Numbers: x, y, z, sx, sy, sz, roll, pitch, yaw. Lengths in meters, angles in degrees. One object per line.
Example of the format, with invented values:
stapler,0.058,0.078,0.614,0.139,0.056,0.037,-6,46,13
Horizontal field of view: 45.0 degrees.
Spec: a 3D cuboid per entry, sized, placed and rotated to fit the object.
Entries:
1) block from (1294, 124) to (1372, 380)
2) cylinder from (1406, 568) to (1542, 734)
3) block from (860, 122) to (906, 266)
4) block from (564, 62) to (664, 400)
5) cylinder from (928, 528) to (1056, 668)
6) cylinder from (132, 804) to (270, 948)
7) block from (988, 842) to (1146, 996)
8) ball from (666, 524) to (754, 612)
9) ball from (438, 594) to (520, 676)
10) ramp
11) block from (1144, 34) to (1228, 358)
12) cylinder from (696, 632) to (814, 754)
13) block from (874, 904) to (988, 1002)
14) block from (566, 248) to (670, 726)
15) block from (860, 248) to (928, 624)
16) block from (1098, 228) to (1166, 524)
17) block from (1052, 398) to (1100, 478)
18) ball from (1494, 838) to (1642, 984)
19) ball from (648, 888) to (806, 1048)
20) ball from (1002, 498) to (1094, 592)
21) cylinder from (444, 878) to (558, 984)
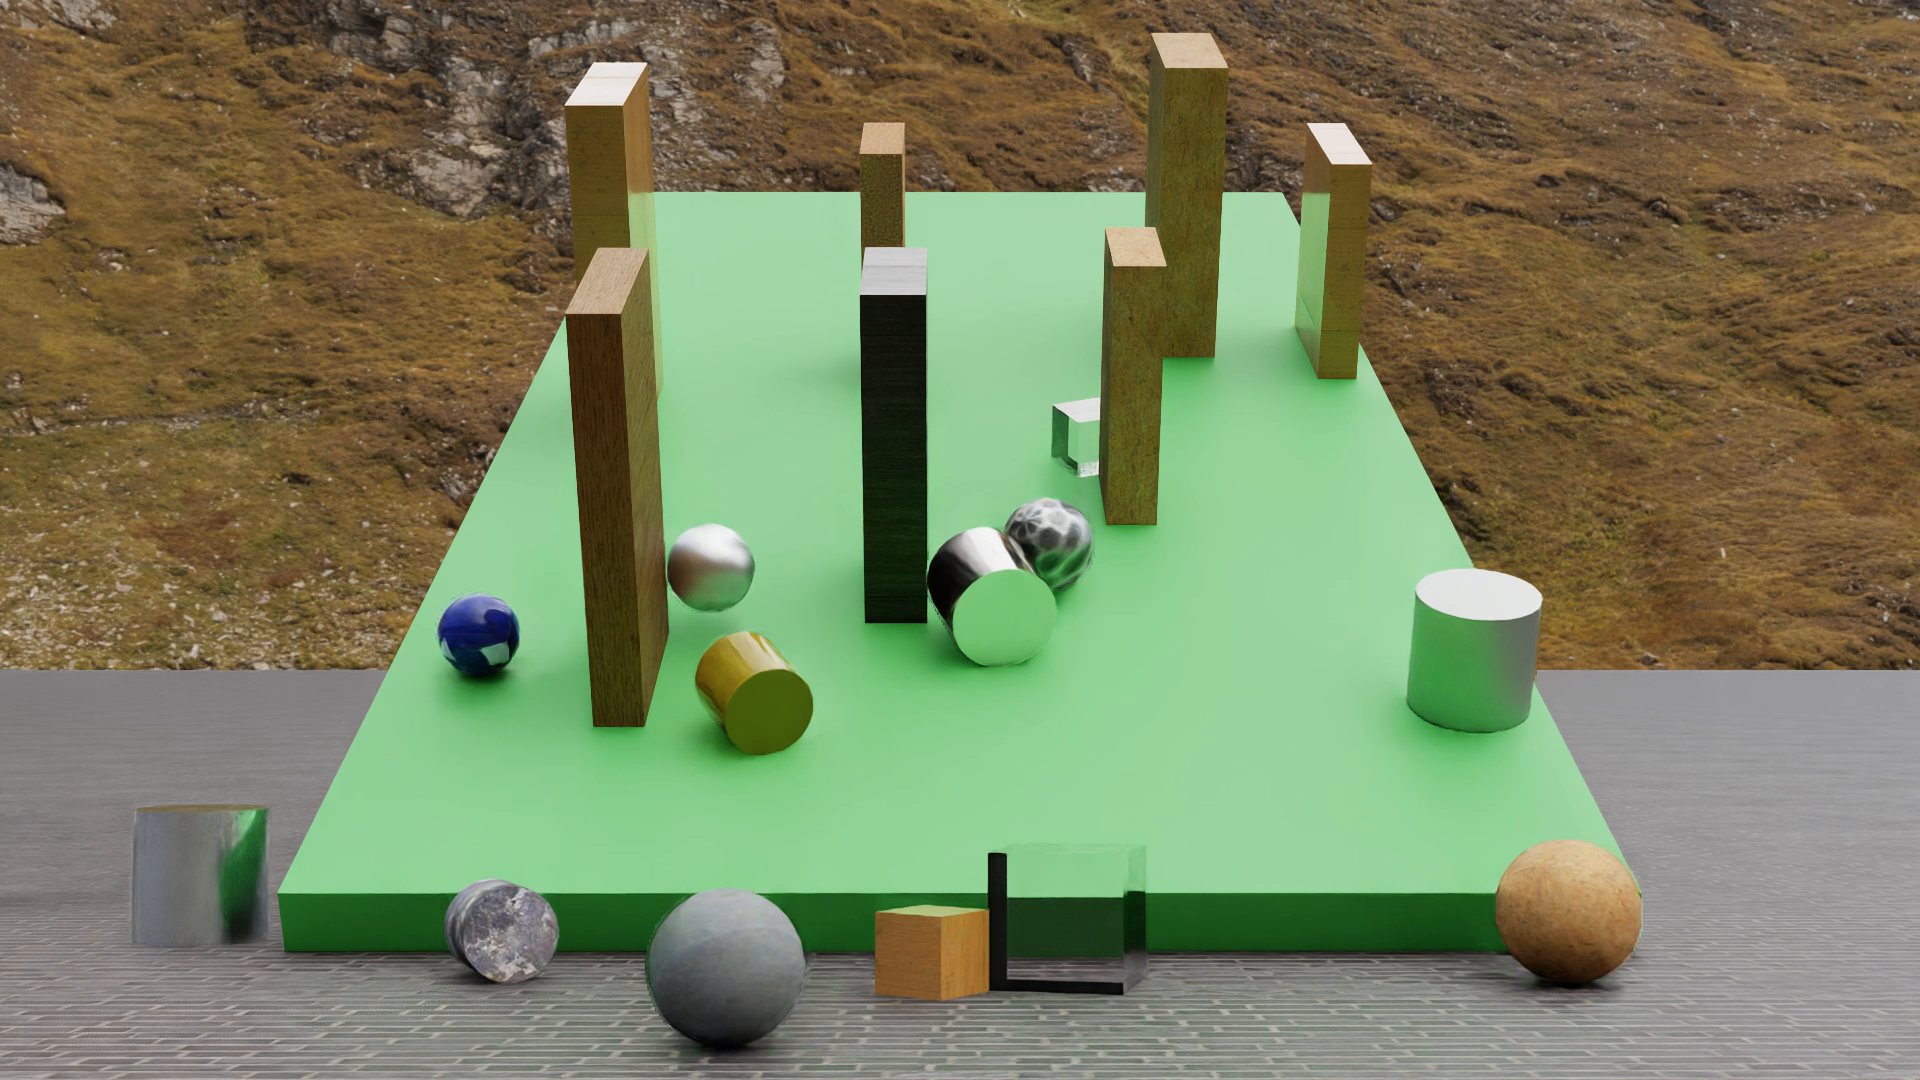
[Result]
block,0.894,-0.700,5.574,0.092,0.519,0.405,0,23,0
cylinder,0.866,0.185,3.907,0.207,0.207,0.207,0,23,0
block,-0.179,-0.670,5.447,0.096,0.560,0.304,0,23,0
block,-0.756,-0.633,5.111,0.119,0.754,0.425,0,23,0
cylinder,0.055,0.101,4.123,0.189,0.189,0.189,1,22,-16
cylinder,-1.174,0.516,3.583,0.202,0.202,0.202,0,-3,0
block,0.145,0.501,3.087,0.179,0.179,0.179,-1,-3,14
ball,-0.450,0.051,4.176,0.159,0.159,0.159,0,-3,0
ball,-0.837,0.164,4.031,0.143,0.143,0.143,0,-3,0
ramp,-0.007,-0.226,5.250,2.000,0.100,4.000,0,23,0
block,0.547,-0.850,5.686,0.146,0.705,0.415,0,23,0
cylinder,-0.340,0.252,3.816,0.153,0.153,0.153,2,20,-27
block,-0.036,0.533,2.998,0.105,0.105,0.105,-2,-4,36
block,-0.570,-0.091,3.894,0.086,0.721,0.366,0,23,0
block,-0.117,-0.193,4.253,0.115,0.626,0.294,0,23,0
block,0.346,-0.334,4.691,0.102,0.540,0.276,0,23,0
block,0.280,-0.221,4.956,0.124,0.124,0.124,-10,25,-22
ball,0.812,0.495,3.092,0.192,0.192,0.192,0,-3,0
ball,-0.260,0.476,2.580,0.175,0.175,0.175,0,-3,0
ball,0.164,0.009,4.354,0.176,0.176,0.176,0,-3,0
cylinder,-0.625,0.530,3.149,0.128,0.128,0.128,1,-3,-24
